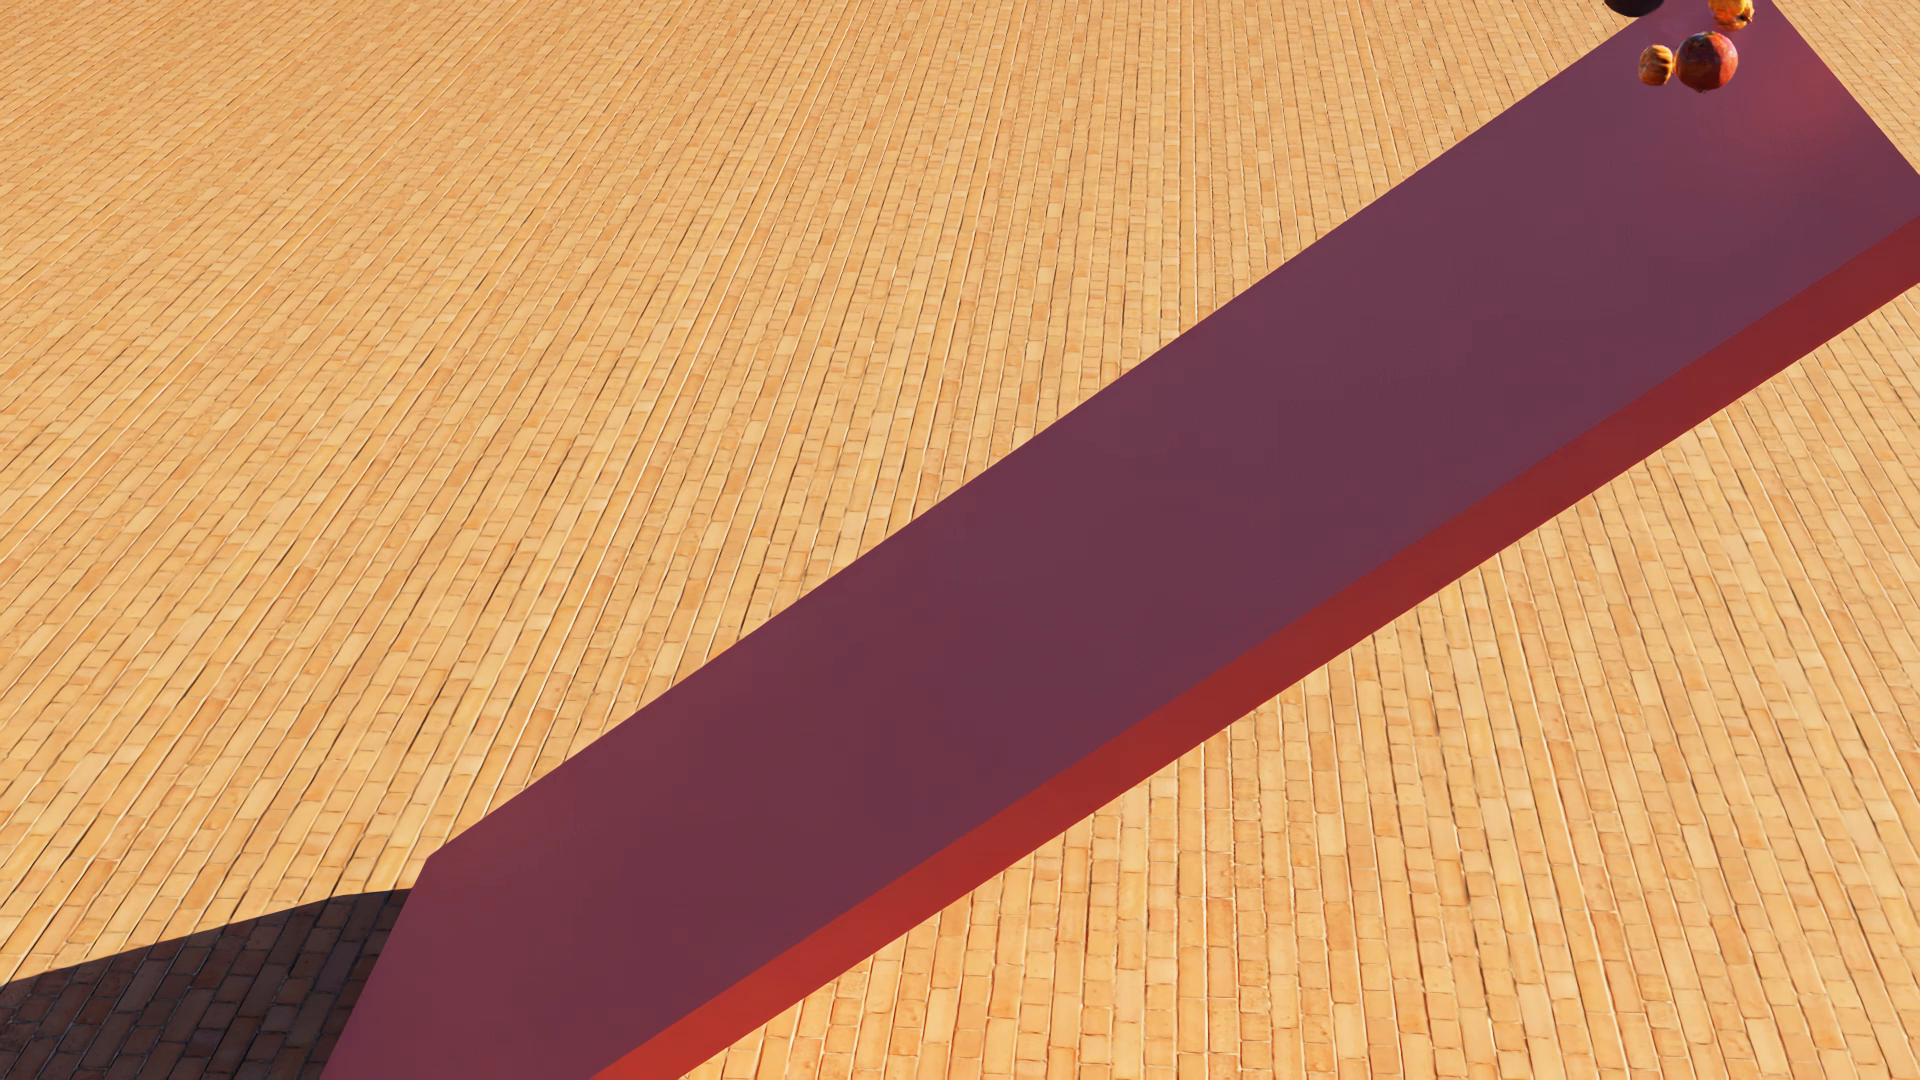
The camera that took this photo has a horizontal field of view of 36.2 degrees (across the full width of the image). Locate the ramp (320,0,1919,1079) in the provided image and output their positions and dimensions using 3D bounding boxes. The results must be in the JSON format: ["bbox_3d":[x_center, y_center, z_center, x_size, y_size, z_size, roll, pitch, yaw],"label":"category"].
[{"bbox_3d":[0.128,0.180,6.324,4.000,0.100,2.000,-34,16,17],"label":"ramp"}]
